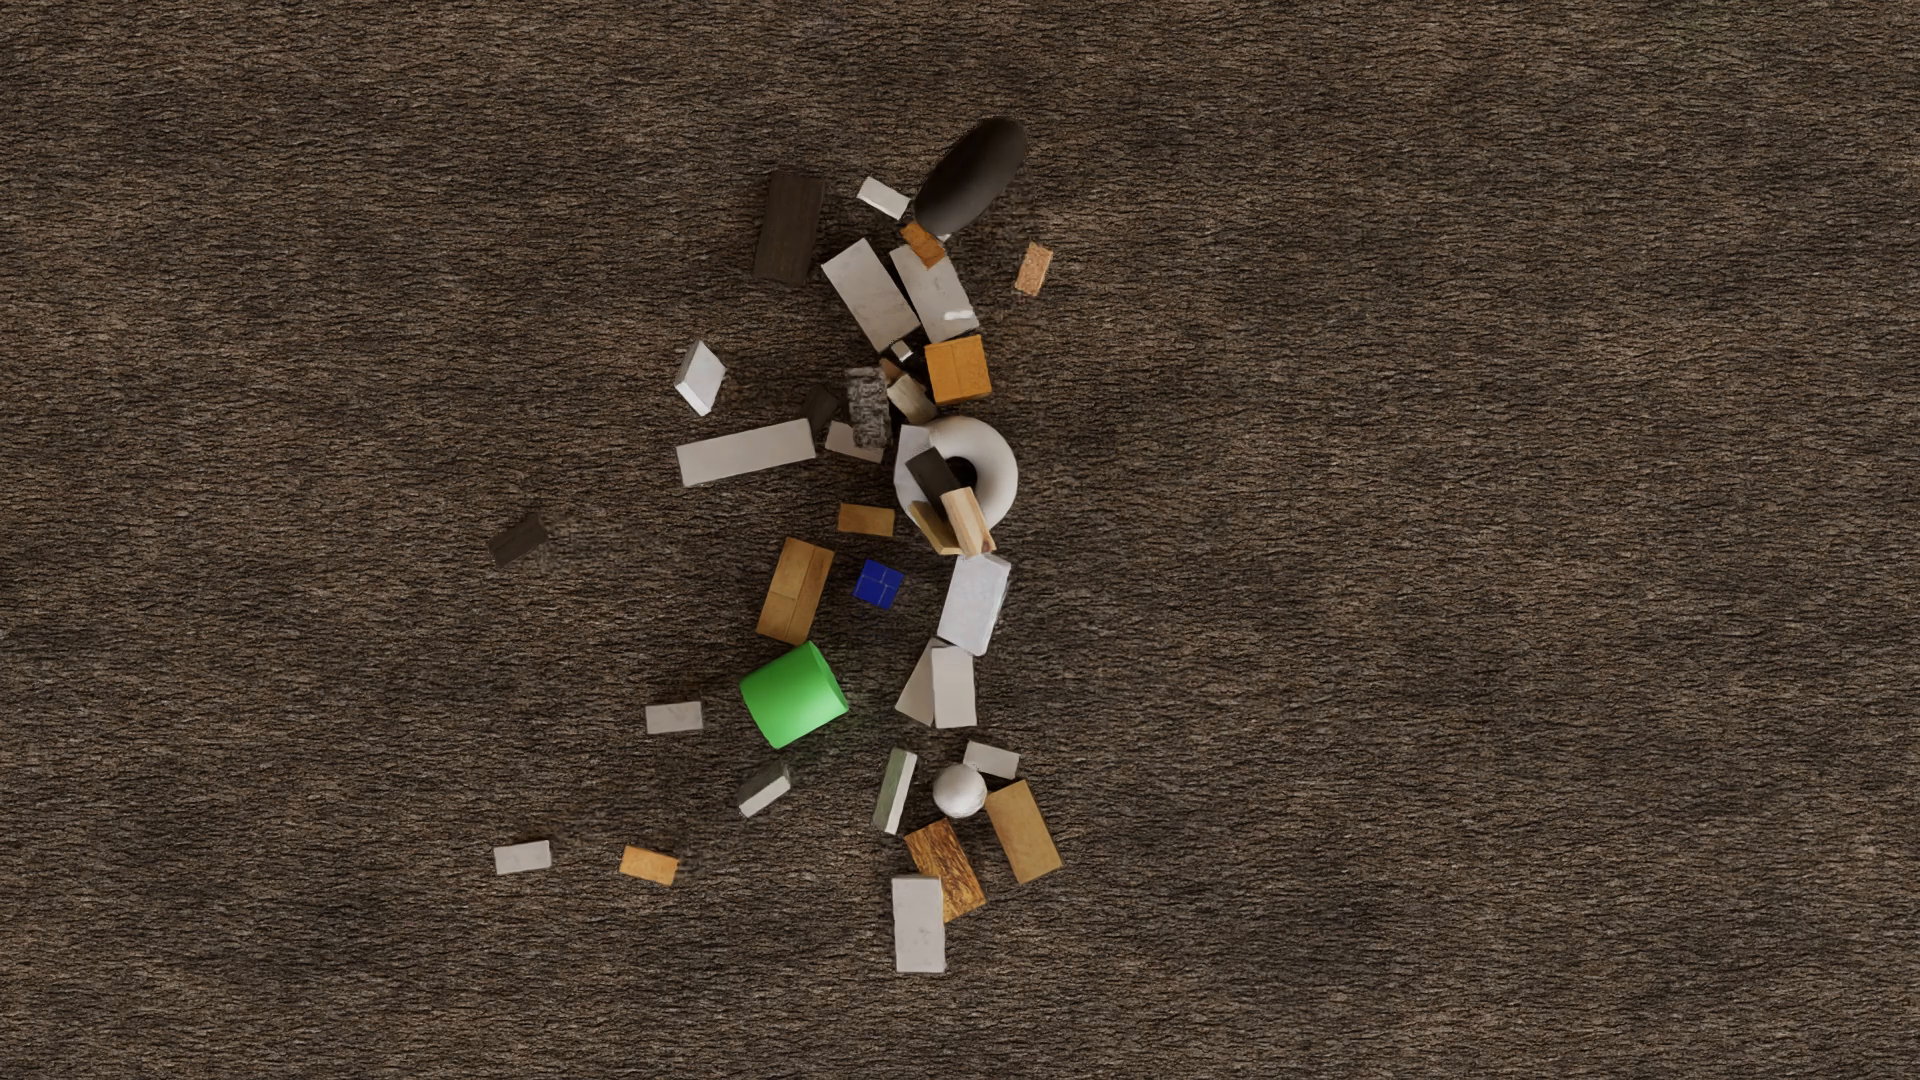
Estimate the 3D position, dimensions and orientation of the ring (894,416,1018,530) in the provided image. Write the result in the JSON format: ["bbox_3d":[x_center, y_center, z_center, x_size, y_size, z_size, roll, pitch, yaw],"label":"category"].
[{"bbox_3d":[-0.012,-0.206,5.434,0.409,0.136,0.409,0,91,-1],"label":"ring"}]

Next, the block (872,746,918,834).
[{"bbox_3d":[-0.215,0.820,5.423,0.038,0.134,0.267,17,86,-22],"label":"block"}]

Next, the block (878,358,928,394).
[{"bbox_3d":[-0.205,-0.510,5.438,0.185,0.026,0.092,34,81,-26],"label":"block"}]

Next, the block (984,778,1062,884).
[{"bbox_3d":[0.205,0.966,5.478,0.157,0.045,0.315,-24,90,0],"label":"block"}]

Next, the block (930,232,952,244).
[{"bbox_3d":[-0.077,-1.023,5.429,0.092,0.013,0.046,38,73,-4],"label":"block"}]

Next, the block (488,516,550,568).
[{"bbox_3d":[-1.469,0.004,5.487,0.183,0.026,0.091,-31,90,0],"label":"block"}]

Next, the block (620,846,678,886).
[{"bbox_3d":[-1.034,1.082,5.487,0.177,0.025,0.089,15,90,0],"label":"block"}]

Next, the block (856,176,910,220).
[{"bbox_3d":[-0.248,-1.109,5.347,0.156,0.022,0.078,28,68,-8],"label":"block"}]

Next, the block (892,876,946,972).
[{"bbox_3d":[-0.135,1.268,5.449,0.158,0.045,0.315,-2,95,11],"label":"block"}]

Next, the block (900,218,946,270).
[{"bbox_3d":[-0.122,-0.979,5.440,0.078,0.022,0.156,-38,90,0],"label":"block"}]

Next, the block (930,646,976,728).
[{"bbox_3d":[-0.022,0.483,5.444,0.134,0.038,0.267,-4,94,-6],"label":"block"}]

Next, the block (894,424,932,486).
[{"bbox_3d":[-0.154,-0.273,5.356,0.096,0.027,0.193,8,93,5],"label":"block"}]

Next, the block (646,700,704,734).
[{"bbox_3d":[-0.949,0.590,5.487,0.183,0.026,0.091,-6,90,0],"label":"block"}]

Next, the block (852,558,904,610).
[{"bbox_3d":[-0.268,0.145,5.435,0.129,0.129,0.129,23,90,0],"label":"block"}]

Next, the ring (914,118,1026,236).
[{"bbox_3d":[0.030,-1.096,4.981,0.141,0.423,0.423,42,90,-20],"label":"ring"}]

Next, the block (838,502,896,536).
[{"bbox_3d":[-0.311,-0.067,5.487,0.183,0.026,0.091,7,90,0],"label":"block"}]

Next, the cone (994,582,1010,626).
[{"bbox_3d":[0.114,0.183,5.464,0.159,0.159,0.159,-41,90,-27],"label":"cone"}]

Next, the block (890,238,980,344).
[{"bbox_3d":[-0.085,-0.832,5.476,0.172,0.049,0.344,-25,90,0],"label":"block"}]

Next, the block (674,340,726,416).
[{"bbox_3d":[-0.841,-0.528,5.357,0.038,0.266,0.133,-27,120,23],"label":"block"}]

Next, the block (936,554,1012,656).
[{"bbox_3d":[0.044,0.193,5.345,0.167,0.047,0.335,26,117,22],"label":"block"}]

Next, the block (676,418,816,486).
[{"bbox_3d":[-0.708,-0.291,5.461,0.447,0.038,0.133,-12,90,5],"label":"block"}]

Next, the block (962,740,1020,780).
[{"bbox_3d":[0.103,0.732,5.487,0.177,0.025,0.089,15,90,0],"label":"block"}]

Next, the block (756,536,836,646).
[{"bbox_3d":[-0.546,0.172,5.476,0.167,0.047,0.335,18,90,0],"label":"block"}]

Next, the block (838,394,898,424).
[{"bbox_3d":[-0.306,-0.447,5.474,0.185,0.026,0.092,-11,72,-1],"label":"block"}]

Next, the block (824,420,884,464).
[{"bbox_3d":[-0.345,-0.326,5.486,0.193,0.027,0.096,15,90,0],"label":"block"}]

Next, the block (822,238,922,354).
[{"bbox_3d":[-0.294,-0.810,5.476,0.172,0.049,0.344,-34,90,0],"label":"block"}]

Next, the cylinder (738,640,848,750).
[{"bbox_3d":[-0.541,0.503,5.369,0.262,0.262,0.262,-29,90,0],"label":"cylinder"}]

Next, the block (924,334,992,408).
[{"bbox_3d":[-0.007,-0.553,5.407,0.186,0.186,0.186,-12,90,0],"label":"block"}]

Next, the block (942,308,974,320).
[{"bbox_3d":[-0.006,-0.731,5.317,0.092,0.046,0.013,-7,68,-20],"label":"block"}]

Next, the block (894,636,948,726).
[{"bbox_3d":[-0.098,0.470,5.481,0.134,0.038,0.267,28,90,0],"label":"block"}]

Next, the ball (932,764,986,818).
[{"bbox_3d":[-0.001,0.823,5.412,0.176,0.176,0.176,0,90,0],"label":"ball"}]

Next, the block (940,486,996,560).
[{"bbox_3d":[0.026,-0.054,5.236,0.110,0.031,0.221,-15,79,-42],"label":"block"}]

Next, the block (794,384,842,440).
[{"bbox_3d":[-0.484,-0.416,5.468,0.092,0.026,0.185,37,102,0],"label":"block"}]

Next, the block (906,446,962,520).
[{"bbox_3d":[-0.070,-0.182,5.296,0.110,0.031,0.221,-30,84,-25],"label":"block"}]

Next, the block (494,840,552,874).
[{"bbox_3d":[-1.454,1.054,5.487,0.177,0.025,0.089,-8,90,0],"label":"block"}]

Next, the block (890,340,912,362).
[{"bbox_3d":[-0.189,-0.614,5.336,0.046,0.092,0.013,-38,128,1],"label":"block"}]

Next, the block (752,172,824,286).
[{"bbox_3d":[-0.568,-1.030,5.476,0.172,0.049,0.344,11,90,0],"label":"block"}]

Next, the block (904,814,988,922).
[{"bbox_3d":[-0.049,1.091,5.478,0.158,0.045,0.315,-26,90,0],"label":"block"}]

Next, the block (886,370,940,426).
[{"bbox_3d":[-0.159,-0.457,5.423,0.096,0.027,0.193,-41,122,3],"label":"block"}]

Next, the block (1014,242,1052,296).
[{"bbox_3d":[0.242,-0.891,5.435,0.078,0.022,0.156,24,109,13],"label":"block"}]

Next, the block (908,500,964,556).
[{"bbox_3d":[-0.068,-0.039,5.267,0.220,0.110,0.031,55,128,34],"label":"block"}]

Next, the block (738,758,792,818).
[{"bbox_3d":[-0.632,0.798,5.321,0.167,0.341,0.047,-35,96,-6],"label":"block"}]

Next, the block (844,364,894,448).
[{"bbox_3d":[-0.298,-0.436,5.386,0.133,0.038,0.266,1,106,33],"label":"block"}]
